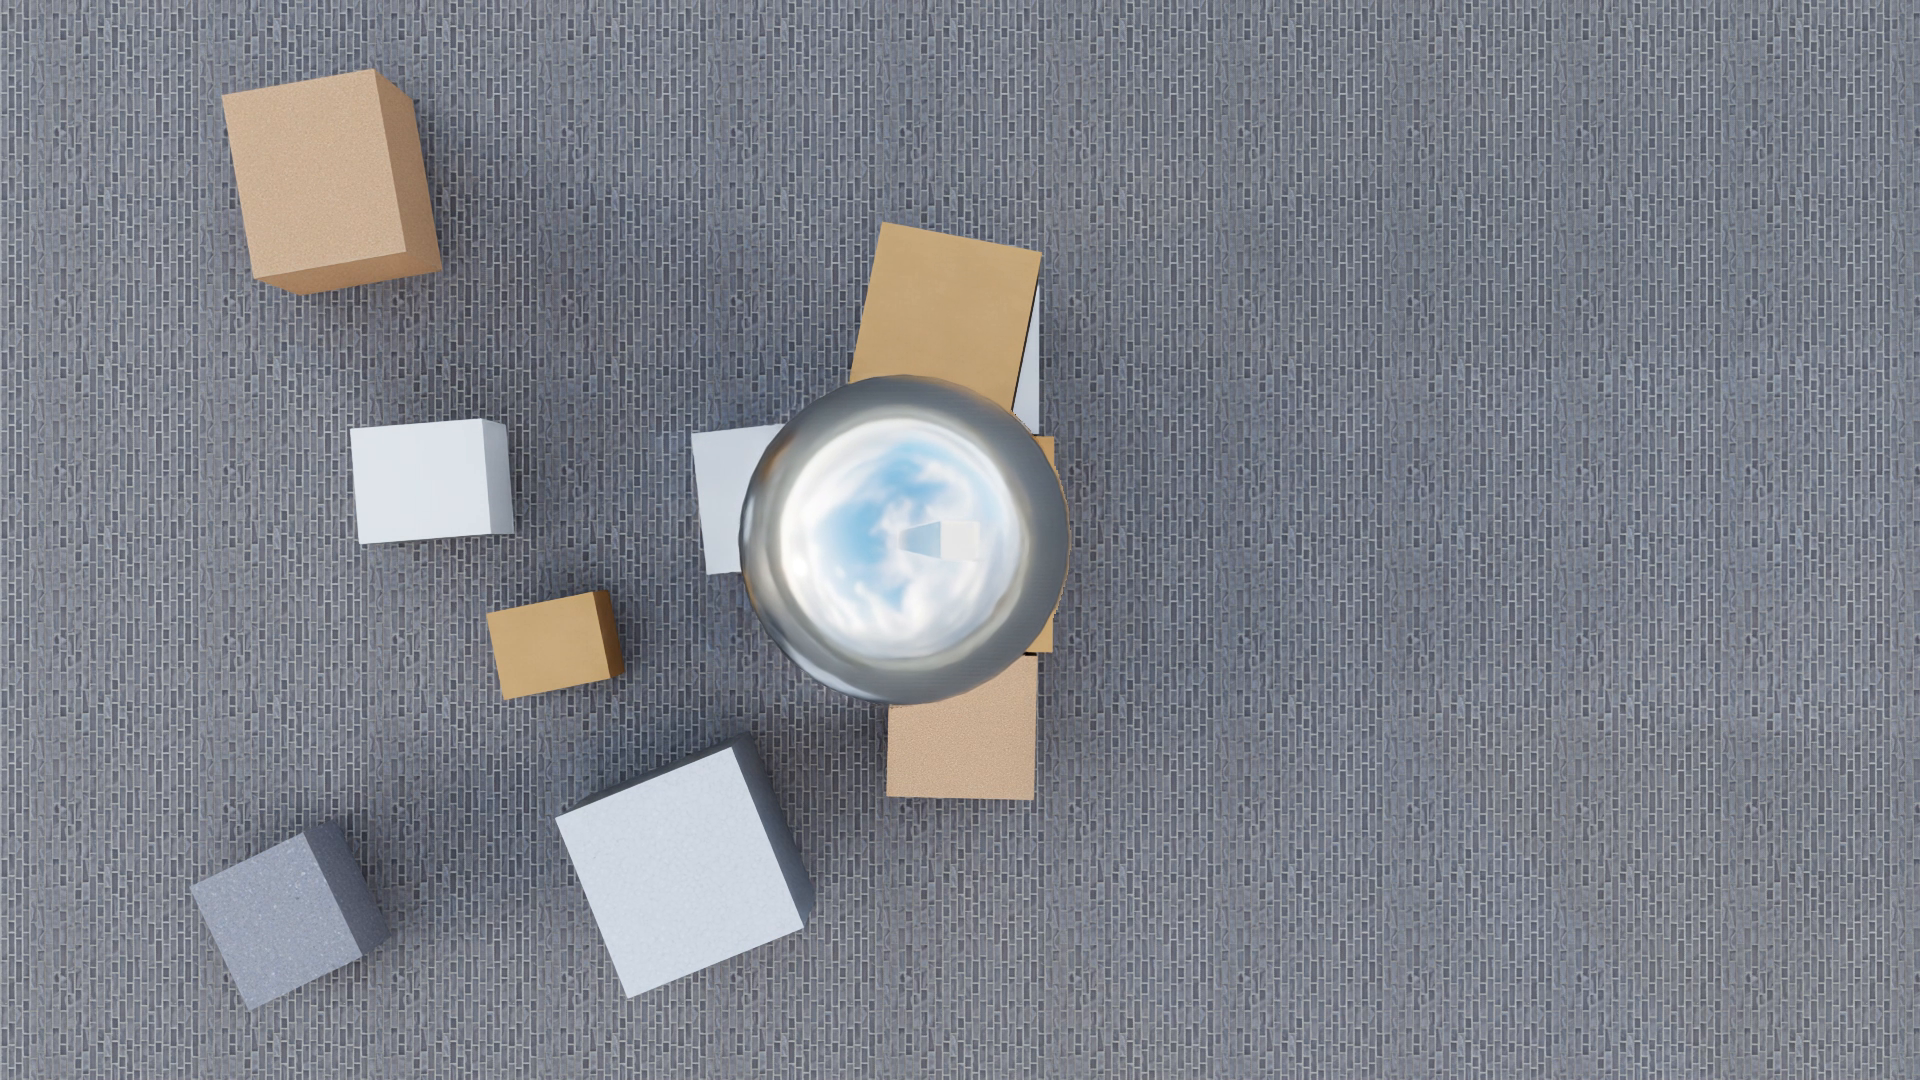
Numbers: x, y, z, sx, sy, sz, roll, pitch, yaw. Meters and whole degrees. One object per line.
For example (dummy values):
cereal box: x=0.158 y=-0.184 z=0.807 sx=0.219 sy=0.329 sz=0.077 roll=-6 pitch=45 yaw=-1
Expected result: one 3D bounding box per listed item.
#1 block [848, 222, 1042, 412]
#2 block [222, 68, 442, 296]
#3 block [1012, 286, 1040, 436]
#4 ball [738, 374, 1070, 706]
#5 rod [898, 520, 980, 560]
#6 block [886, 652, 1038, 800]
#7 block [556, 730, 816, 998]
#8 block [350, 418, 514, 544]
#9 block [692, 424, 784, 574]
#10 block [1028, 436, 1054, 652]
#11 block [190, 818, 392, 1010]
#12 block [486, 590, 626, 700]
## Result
block: x=-0.077 y=-1.069 z=11.709 sx=0.842 sy=0.820 sz=0.907 roll=11 pitch=82 yaw=2
block: x=-3.568 y=-2.023 z=12.571 sx=0.853 sy=0.859 sz=1.027 roll=-10 pitch=90 yaw=0
block: x=-0.016 y=-0.996 z=12.585 sx=0.907 sy=0.830 sz=0.820 roll=0 pitch=90 yaw=0
ball: x=-0.269 y=0.000 z=10.603 sx=1.600 sy=1.600 sz=1.600 roll=0 pitch=90 yaw=0
rod: x=-0.116 y=0.000 z=7.206 sx=0.080 sy=5.200 sz=0.080 roll=0 pitch=90 yaw=-3
block: x=0.011 y=1.022 z=12.532 sx=0.809 sy=0.936 sz=0.788 roll=1 pitch=90 yaw=0
block: x=-1.524 y=1.809 z=12.475 sx=1.032 sy=1.050 sz=1.058 roll=-22 pitch=90 yaw=0
block: x=-3.028 y=-0.330 z=12.672 sx=0.741 sy=0.656 sz=0.648 roll=-5 pitch=90 yaw=0
block: x=-1.051 y=-0.246 z=12.656 sx=0.823 sy=0.688 sz=0.794 roll=-6 pitch=90 yaw=0
block: x=-0.041 y=0.020 z=12.526 sx=1.106 sy=0.947 sz=1.183 roll=0 pitch=90 yaw=0
block: x=-3.845 y=2.146 z=12.681 sx=0.709 sy=0.639 sz=0.773 roll=-26 pitch=90 yaw=0
block: x=-2.329 y=0.599 z=12.718 sx=0.615 sy=0.564 sz=0.500 roll=-12 pitch=90 yaw=0
